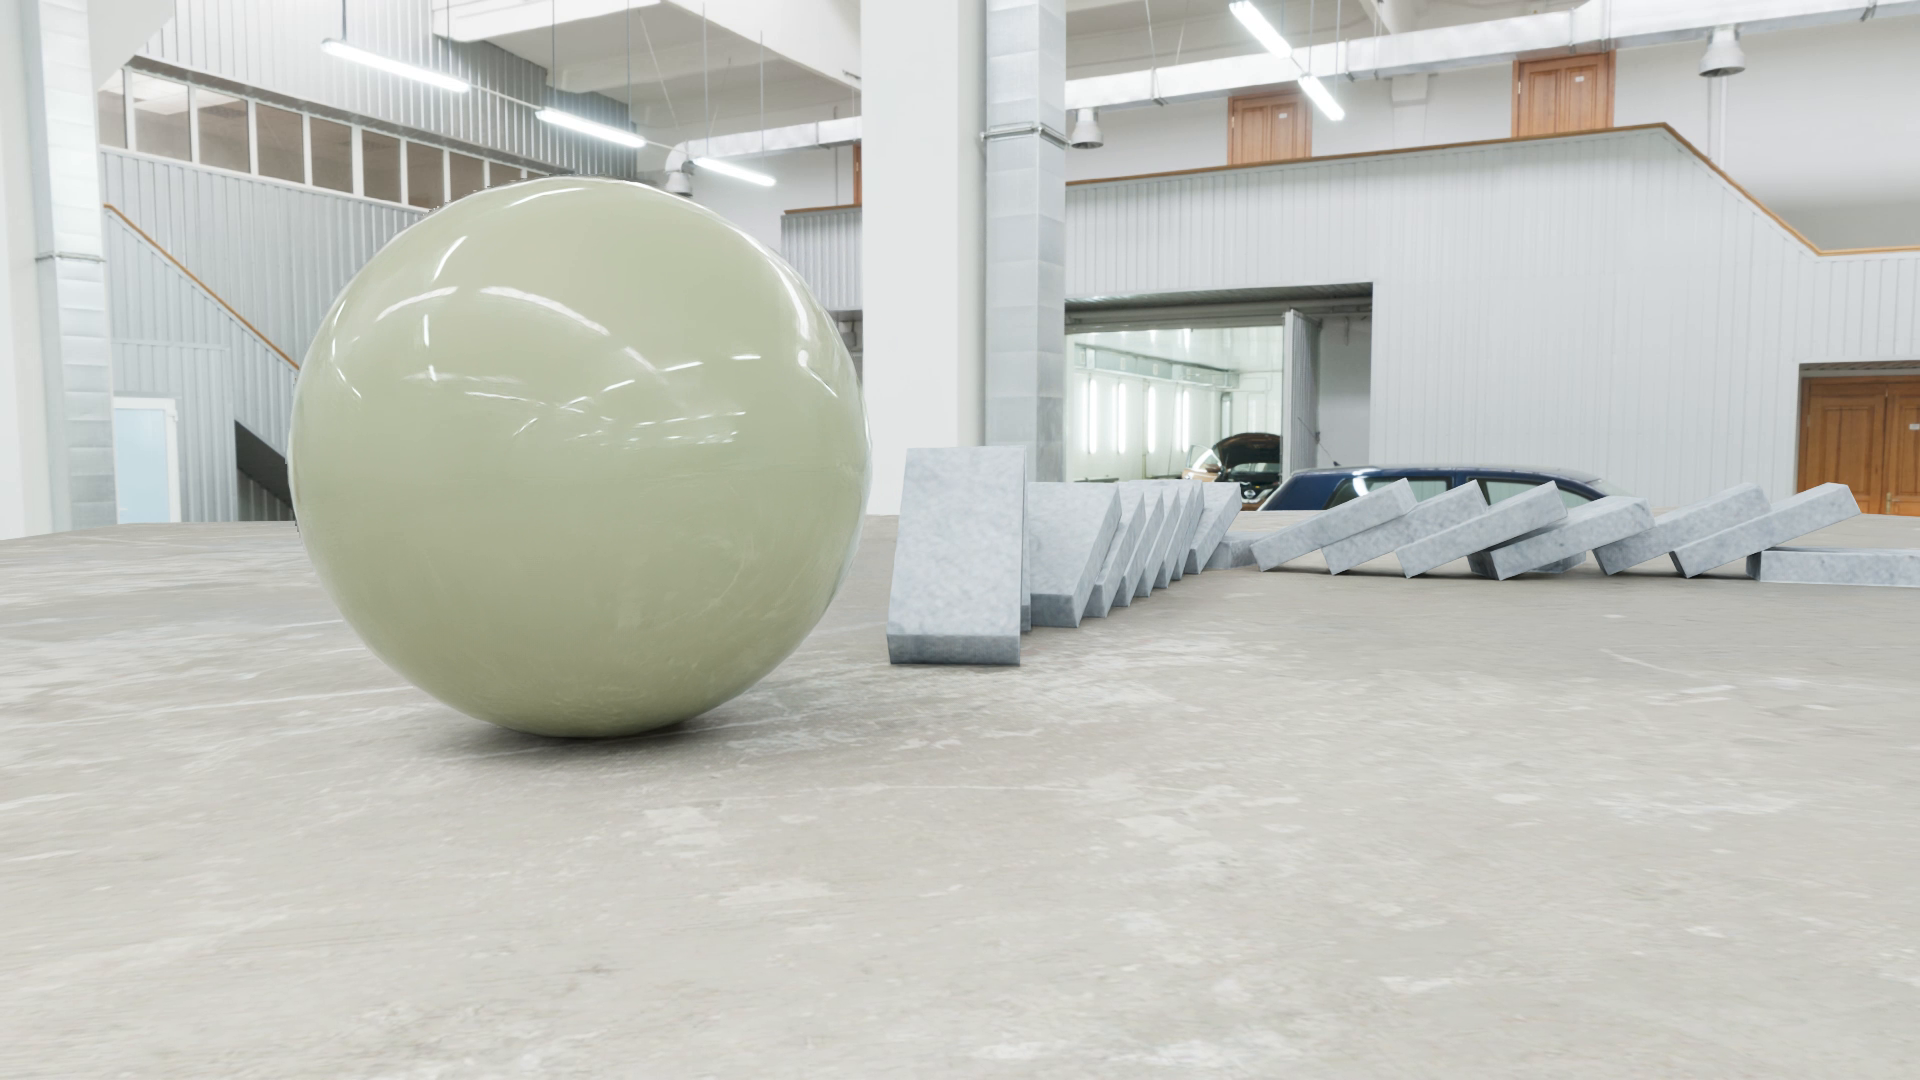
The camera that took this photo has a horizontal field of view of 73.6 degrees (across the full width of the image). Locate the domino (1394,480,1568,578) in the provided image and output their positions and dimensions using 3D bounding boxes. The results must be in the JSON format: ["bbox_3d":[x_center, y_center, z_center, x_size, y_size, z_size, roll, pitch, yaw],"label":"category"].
[{"bbox_3d":[0.165,-0.003,0.407,0.050,0.010,0.025,-25,-3,25],"label":"domino"}]

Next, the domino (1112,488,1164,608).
[{"bbox_3d":[0.040,0.001,0.357,0.025,0.009,0.050,2,29,20],"label":"domino"}]

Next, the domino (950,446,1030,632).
[{"bbox_3d":[0.004,-0.001,0.301,0.025,0.009,0.050,-1,48,3],"label":"domino"}]

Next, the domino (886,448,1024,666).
[{"bbox_3d":[0.000,0.002,0.260,0.025,0.010,0.050,0,48,4],"label":"domino"}]

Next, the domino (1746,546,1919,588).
[{"bbox_3d":[0.275,0.008,0.398,0.050,0.010,0.025,2,5,22],"label":"domino"}]

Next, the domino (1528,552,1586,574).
[{"bbox_3d":[0.202,0.004,0.449,0.025,0.009,0.050,3,5,34],"label":"domino"}]

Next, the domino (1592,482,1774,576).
[{"bbox_3d":[0.233,-0.004,0.416,0.050,0.009,0.025,-25,-6,21],"label":"domino"}]

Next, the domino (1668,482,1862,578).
[{"bbox_3d":[0.253,-0.003,0.407,0.050,0.009,0.025,-26,-6,22],"label":"domino"}]

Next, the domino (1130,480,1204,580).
[{"bbox_3d":[0.064,-0.004,0.422,0.025,0.009,0.050,0,30,20],"label":"domino"}]

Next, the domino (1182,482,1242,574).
[{"bbox_3d":[0.077,-0.005,0.441,0.025,0.010,0.050,2,29,29],"label":"domino"}]

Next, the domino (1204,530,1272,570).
[{"bbox_3d":[0.096,0.003,0.462,0.025,0.010,0.050,3,5,37],"label":"domino"}]

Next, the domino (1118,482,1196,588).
[{"bbox_3d":[0.056,-0.002,0.400,0.025,0.010,0.050,2,30,20],"label":"domino"}]

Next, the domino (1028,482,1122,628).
[{"bbox_3d":[0.022,0.003,0.318,0.025,0.009,0.050,2,33,20],"label":"domino"}]

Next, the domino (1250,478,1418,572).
[{"bbox_3d":[0.124,-0.005,0.425,0.050,0.010,0.025,-25,-3,30],"label":"domino"}]

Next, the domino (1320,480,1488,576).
[{"bbox_3d":[0.144,-0.004,0.417,0.050,0.009,0.025,-25,-3,25],"label":"domino"}]

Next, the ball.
[{"bbox_3d":[-0.053,-0.011,0.187,0.080,0.080,0.080,0,4,0],"label":"ball"}]

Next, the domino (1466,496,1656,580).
[{"bbox_3d":[0.191,-0.001,0.410,0.050,0.009,0.025,-19,3,4],"label":"domino"}]

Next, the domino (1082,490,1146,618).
[{"bbox_3d":[0.031,0.003,0.336,0.025,0.009,0.050,2,29,20],"label":"domino"}]

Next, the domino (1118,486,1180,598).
[{"bbox_3d":[0.048,-0.001,0.378,0.025,0.009,0.050,2,29,21],"label":"domino"}]
